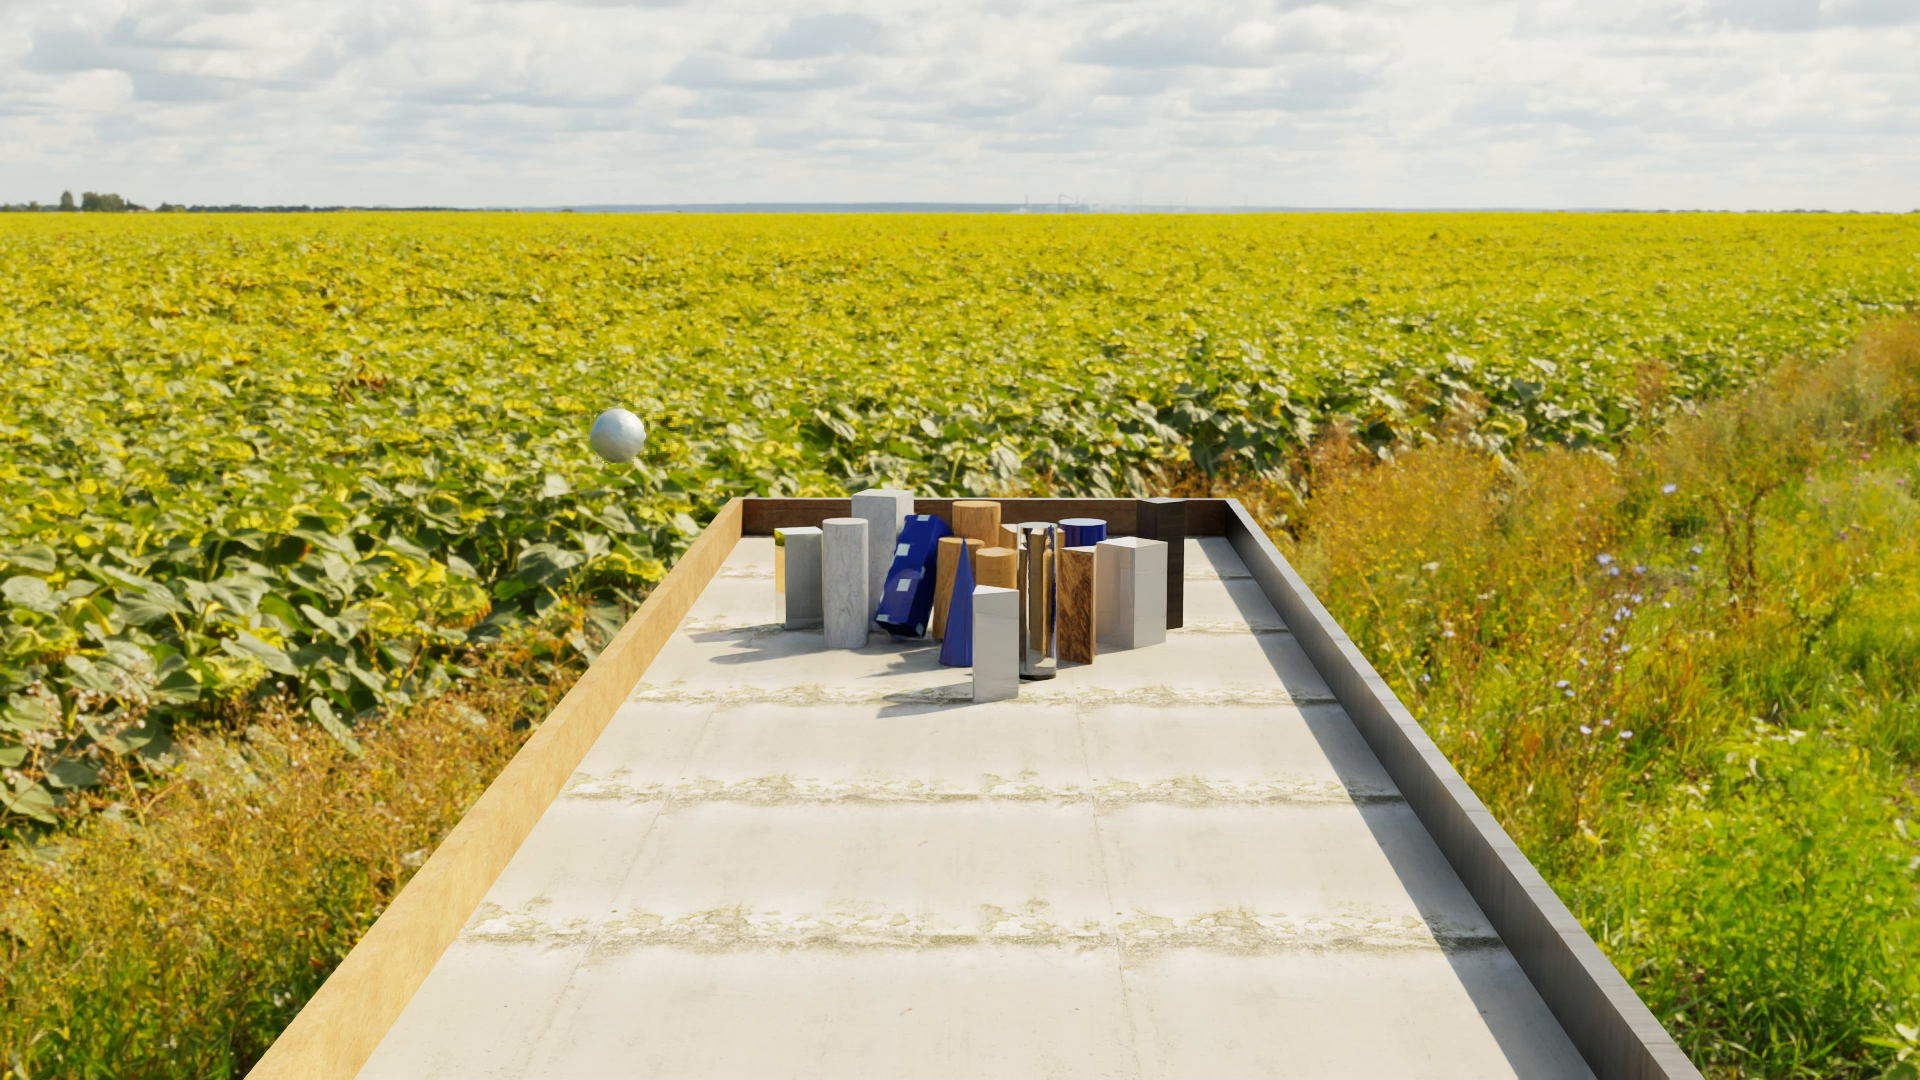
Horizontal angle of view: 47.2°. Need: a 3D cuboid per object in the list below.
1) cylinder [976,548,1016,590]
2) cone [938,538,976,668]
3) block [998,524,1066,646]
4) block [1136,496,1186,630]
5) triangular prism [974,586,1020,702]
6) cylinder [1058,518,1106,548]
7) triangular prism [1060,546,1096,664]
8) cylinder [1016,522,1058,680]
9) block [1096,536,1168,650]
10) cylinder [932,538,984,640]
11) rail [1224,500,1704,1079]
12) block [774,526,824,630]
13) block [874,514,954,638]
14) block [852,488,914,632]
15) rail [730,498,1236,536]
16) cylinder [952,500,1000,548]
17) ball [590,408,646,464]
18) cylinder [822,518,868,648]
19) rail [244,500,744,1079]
[{"bbox_3d":[0.112,0.191,6.773,0.125,0.317,0.125,-1,12,0],"label":"cylinder"},{"bbox_3d":[0.013,0.175,6.645,0.155,0.394,0.155,0,9,0],"label":"cone"},{"bbox_3d":[0.221,0.143,6.931,0.168,0.364,0.168,-1,9,-14],"label":"block"},{"bbox_3d":[0.653,0.077,7.186,0.112,0.419,0.112,-6,11,-32],"label":"block"},{"bbox_3d":[0.077,0.289,6.206,0.141,0.307,0.122,-4,10,-24],"label":"triangular prism"},{"bbox_3d":[0.401,0.111,7.214,0.156,0.343,0.156,0,9,0],"label":"cylinder"},{"bbox_3d":[0.382,0.194,6.688,0.121,0.343,0.105,7,11,38],"label":"triangular prism"},{"bbox_3d":[0.225,0.179,6.442,0.119,0.450,0.119,0,9,0],"label":"cylinder"},{"bbox_3d":[0.540,0.166,6.938,0.159,0.321,0.159,9,12,44],"label":"block"},{"bbox_3d":[-0.006,0.155,7.007,0.148,0.310,0.148,4,7,-1],"label":"cylinder"},{"bbox_3d":[1.046,0.843,3.208,0.050,0.150,12.000,0,9,1],"label":"rail"},{"bbox_3d":[-0.523,0.125,7.208,0.137,0.316,0.137,-3,9,-18],"label":"block"},{"bbox_3d":[-0.146,0.116,7.048,0.121,0.377,0.121,2,-26,31],"label":"block"},{"bbox_3d":[-0.251,0.065,7.182,0.155,0.443,0.155,3,10,20],"label":"block"},{"bbox_3d":[0.099,-0.098,9.147,2.100,0.150,0.050,0,9,1],"label":"rail"},{"bbox_3d":[0.052,0.083,7.181,0.157,0.406,0.157,1,8,0],"label":"cylinder"},{"bbox_3d":[-1.177,-0.357,7.560,0.188,0.188,0.188,0,9,0],"label":"ball"},{"bbox_3d":[-0.359,0.134,6.919,0.143,0.390,0.143,0,9,0],"label":"cylinder"},{"bbox_3d":[-1.004,0.839,3.234,0.050,0.150,12.000,0,9,1],"label":"rail"}]
